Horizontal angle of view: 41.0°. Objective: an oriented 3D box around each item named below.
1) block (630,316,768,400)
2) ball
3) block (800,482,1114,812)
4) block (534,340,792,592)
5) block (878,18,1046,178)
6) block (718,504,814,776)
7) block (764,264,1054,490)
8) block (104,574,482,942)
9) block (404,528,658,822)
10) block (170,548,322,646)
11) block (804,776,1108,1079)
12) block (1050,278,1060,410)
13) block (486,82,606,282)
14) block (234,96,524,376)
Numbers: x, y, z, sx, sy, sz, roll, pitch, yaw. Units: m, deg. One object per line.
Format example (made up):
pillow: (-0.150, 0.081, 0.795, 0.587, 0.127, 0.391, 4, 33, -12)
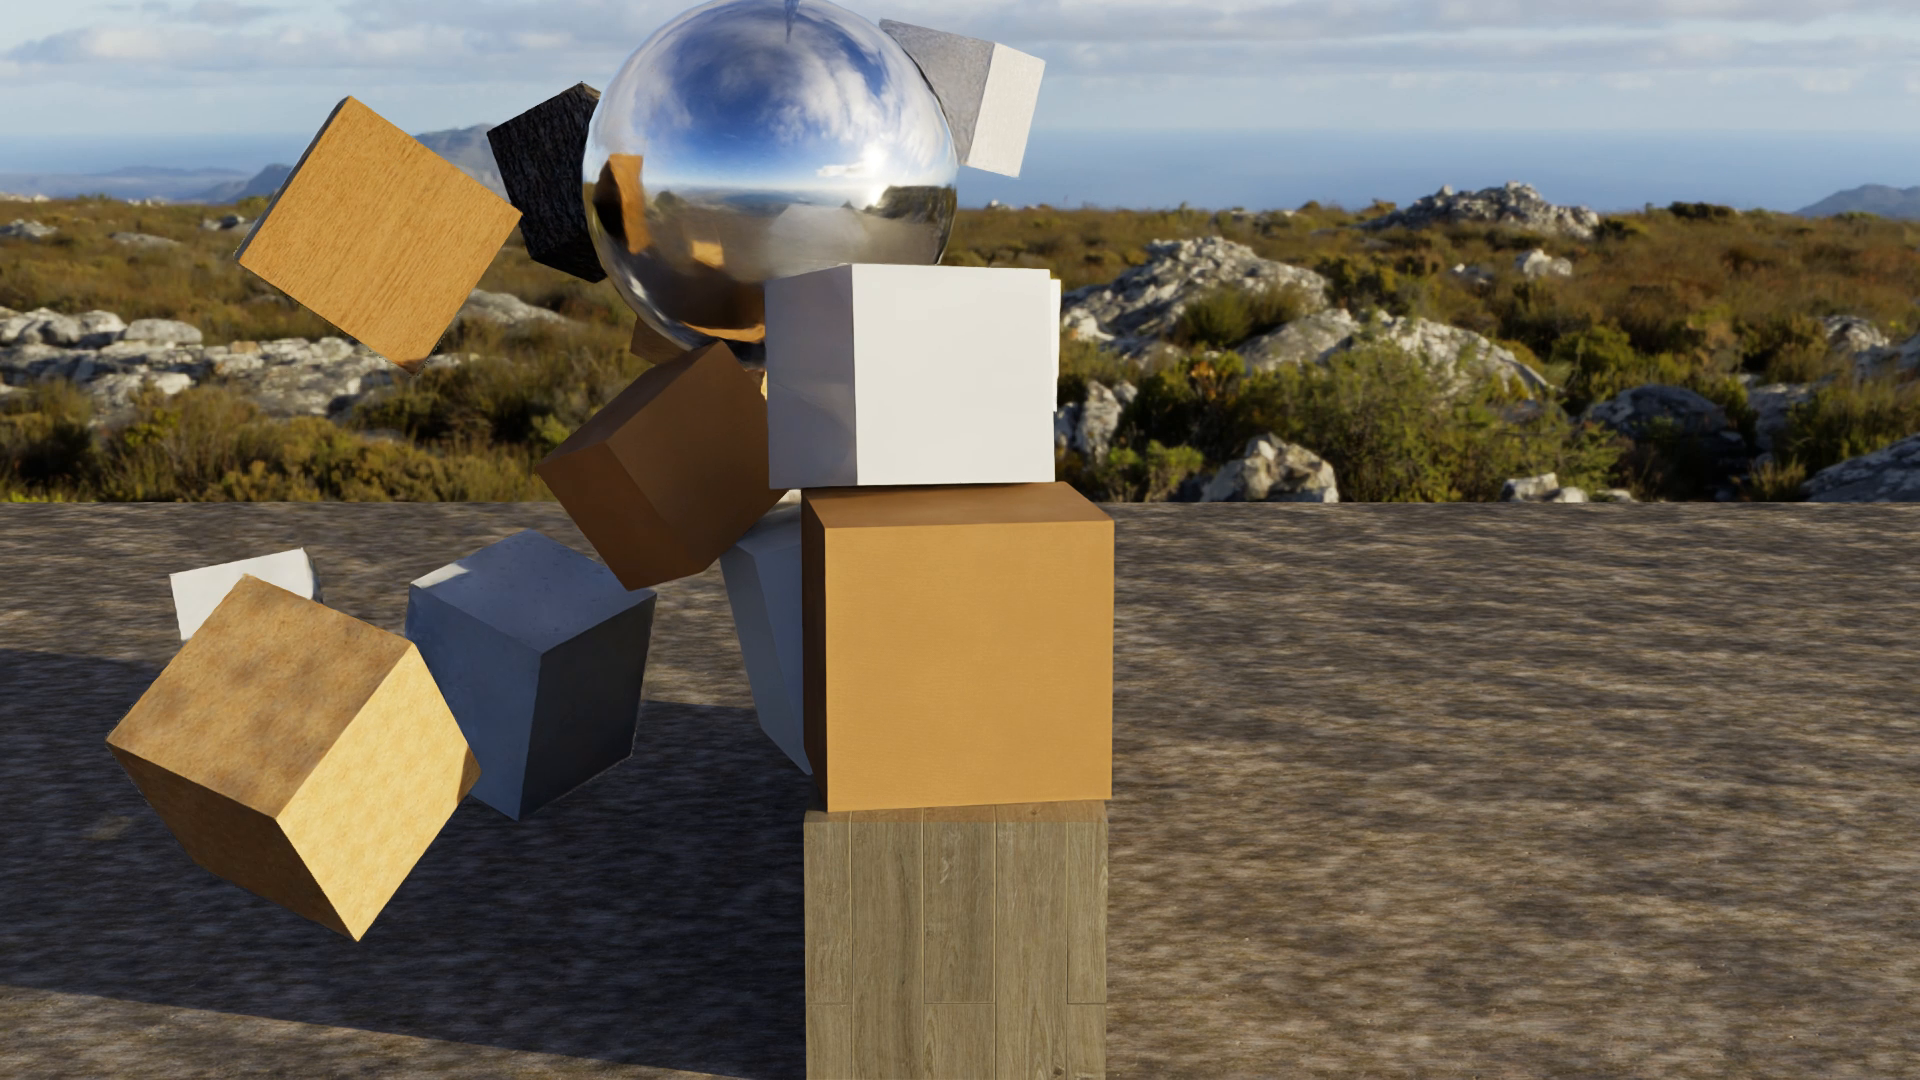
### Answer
block: (-1.045, -1.109, 12.271, 0.720, 0.598, 0.669, 27, 32, 16)
ball: (-0.804, -1.518, 10.904, 1.600, 1.600, 1.600, 0, 10, 0)
block: (-0.030, 0.363, 9.379, 1.013, 1.006, 0.880, -2, 10, -9)
block: (-1.152, -0.294, 10.350, 0.698, 0.642, 0.618, -45, 18, -32)
block: (-0.044, -2.019, 11.758, 0.581, 0.552, 0.603, 17, 8, 22)
block: (-0.363, 0.306, 10.346, 0.947, 0.879, 0.962, -15, 10, -13)
block: (-0.197, -0.604, 9.726, 0.832, 0.794, 0.733, -2, 1, -30)
block: (-2.350, 0.775, 9.152, 0.772, 0.831, 0.781, 19, 58, 23)
block: (-2.119, 0.638, 12.468, 0.810, 0.947, 0.857, 26, 30, 23)
block: (-3.441, 0.462, 12.554, 0.627, 0.639, 0.613, -12, -8, -10)
block: (-0.014, 1.362, 9.388, 1.050, 0.962, 0.941, 0, 10, 0)
block: (0.009, -0.942, 12.432, 0.684, 0.643, 0.724, 7, 11, 29)
block: (-1.802, -1.721, 12.441, 0.547, 0.678, 0.654, -24, -12, 16)
block: (-2.394, -1.250, 10.515, 0.807, 0.785, 0.799, 34, -3, -18)
